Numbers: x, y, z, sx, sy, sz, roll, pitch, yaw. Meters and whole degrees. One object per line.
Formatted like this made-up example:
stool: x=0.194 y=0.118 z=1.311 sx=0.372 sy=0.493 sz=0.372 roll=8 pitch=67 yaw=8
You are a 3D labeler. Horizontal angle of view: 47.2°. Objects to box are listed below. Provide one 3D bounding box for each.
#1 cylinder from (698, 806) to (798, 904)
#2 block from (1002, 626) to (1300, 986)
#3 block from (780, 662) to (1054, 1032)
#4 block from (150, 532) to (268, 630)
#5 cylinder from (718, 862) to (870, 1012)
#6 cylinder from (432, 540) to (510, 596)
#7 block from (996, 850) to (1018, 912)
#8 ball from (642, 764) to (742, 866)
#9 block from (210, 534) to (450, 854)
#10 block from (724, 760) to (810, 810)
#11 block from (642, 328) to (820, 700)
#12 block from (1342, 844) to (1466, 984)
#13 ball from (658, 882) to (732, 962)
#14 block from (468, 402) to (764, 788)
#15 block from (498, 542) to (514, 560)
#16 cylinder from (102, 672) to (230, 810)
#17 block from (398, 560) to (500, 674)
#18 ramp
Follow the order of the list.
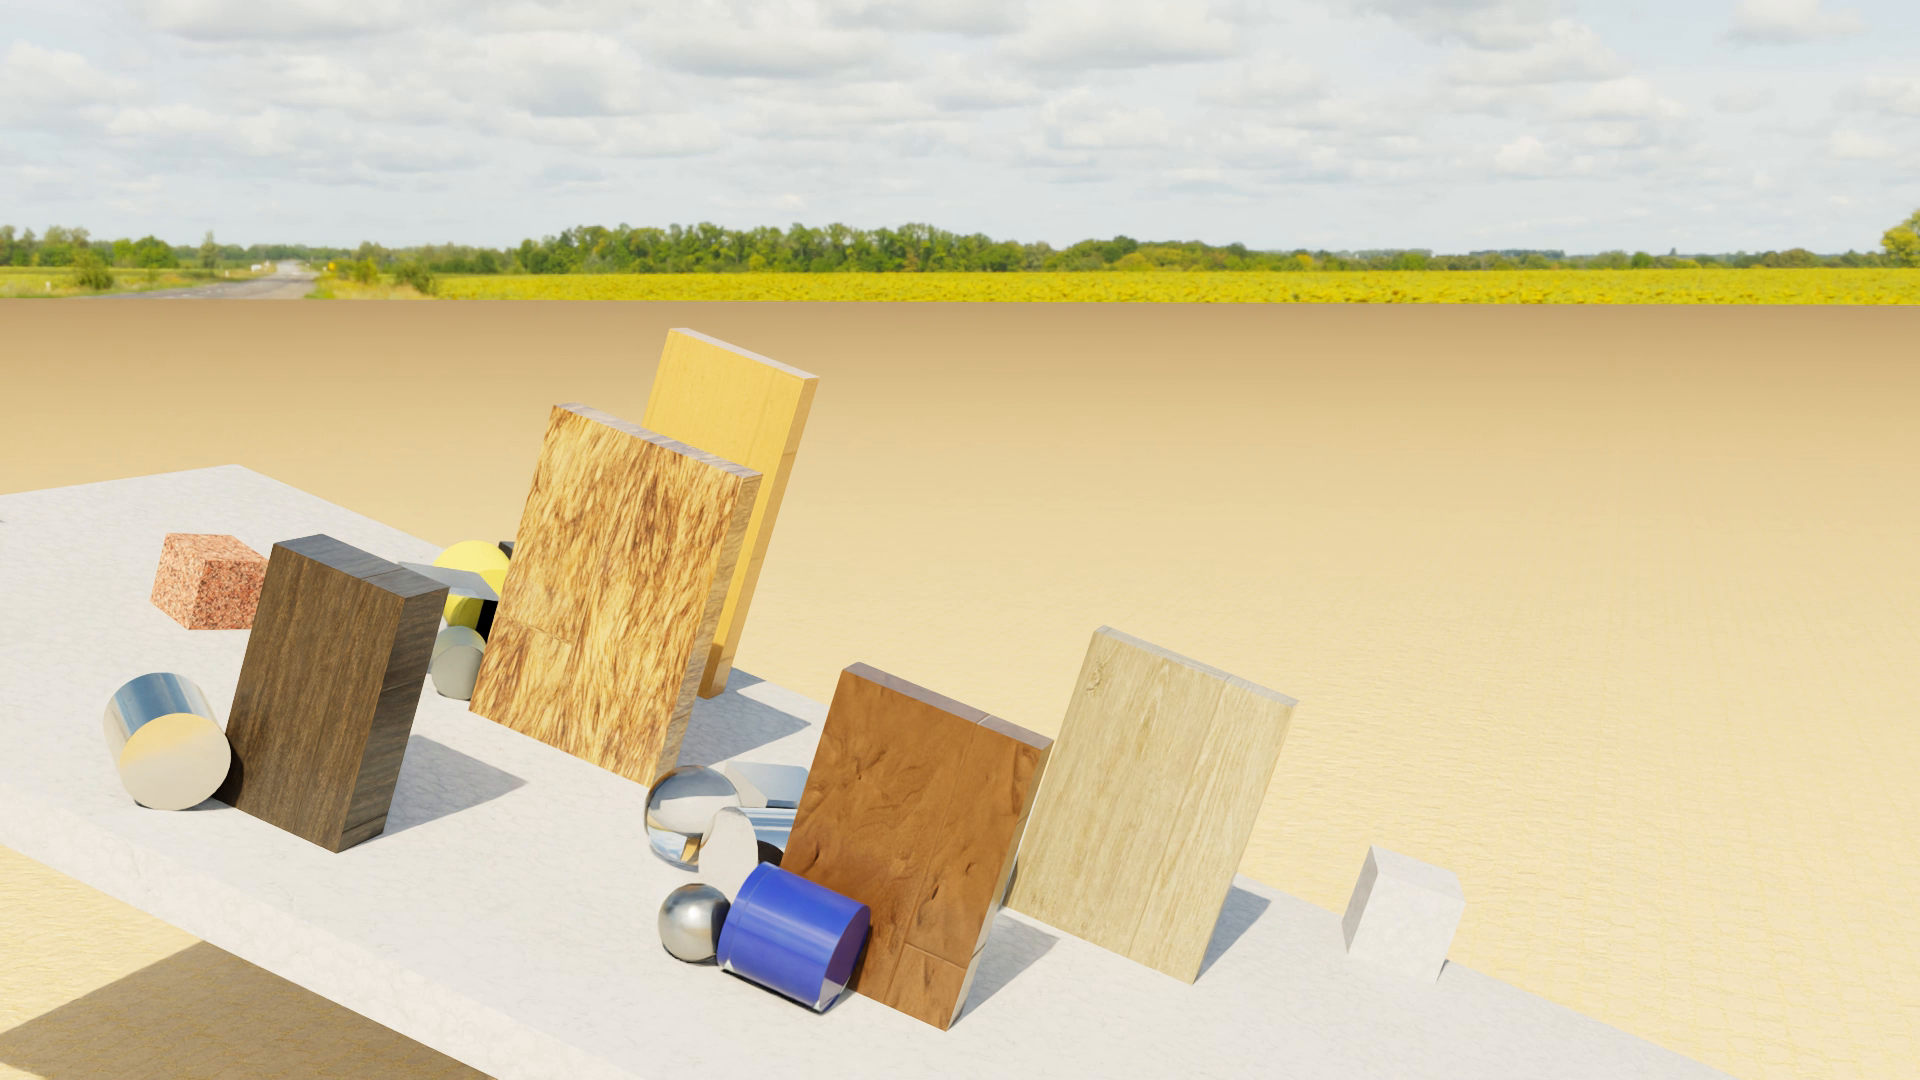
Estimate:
cylinder: x=-0.336 y=0.574 z=3.929 sx=0.189 sy=0.189 sz=0.189 roll=8 pitch=0 yaw=-39
block: x=0.364 y=0.513 z=4.269 sx=0.405 sy=0.585 sz=0.081 roll=21 pitch=12 yaw=14
block: x=-0.098 y=0.517 z=3.726 sx=0.365 sy=0.520 sz=0.082 roll=21 pitch=12 yaw=14
block: x=-1.529 y=0.085 z=4.483 sx=0.150 sy=0.150 sz=0.150 roll=27 pitch=15 yaw=36
cylinder: x=-0.274 y=0.657 z=3.645 sx=0.188 sy=0.188 sz=0.188 roll=21 pitch=12 yaw=14
cylinder: x=-1.064 y=0.124 z=4.884 sx=0.194 sy=0.194 sz=0.194 roll=-3 pitch=20 yaw=-26
block: x=0.044 y=0.647 z=4.340 sx=0.112 sy=0.112 sz=0.112 roll=18 pitch=12 yaw=1
ball: x=-0.490 y=0.504 z=4.029 sx=0.184 sy=0.184 sz=0.184 roll=0 pitch=7 yaw=0
block: x=-1.054 y=0.253 z=3.674 sx=0.255 sy=0.456 sz=0.140 roll=21 pitch=12 yaw=14
block: x=-0.351 y=0.533 z=4.135 sx=0.170 sy=0.170 sz=0.170 roll=9 pitch=15 yaw=-36
block: x=-0.598 y=-0.060 z=4.998 sx=0.340 sy=0.771 sz=0.092 roll=21 pitch=12 yaw=14
block: x=0.957 y=0.807 z=4.756 sx=0.194 sy=0.194 sz=0.194 roll=18 pitch=12 yaw=2
ball: x=-0.438 y=0.634 z=3.651 sx=0.128 sy=0.128 sz=0.128 roll=0 pitch=7 yaw=0
block: x=-0.690 y=0.108 z=4.382 sx=0.422 sy=0.655 sz=0.101 roll=21 pitch=12 yaw=14
block: x=-0.963 y=0.121 z=5.080 sx=0.179 sy=0.179 sz=0.179 roll=27 pitch=15 yaw=38
cylinder: x=-1.311 y=0.331 z=3.632 sx=0.173 sy=0.173 sz=0.173 roll=-4 pitch=21 yaw=-29
block: x=-1.101 y=0.170 z=4.656 sx=0.179 sy=0.179 sz=0.179 roll=10 pitch=14 yaw=-33
ramp: x=-0.351 y=0.659 z=4.222 sx=4.000 sy=0.100 sz=2.000 roll=21 pitch=12 yaw=14
